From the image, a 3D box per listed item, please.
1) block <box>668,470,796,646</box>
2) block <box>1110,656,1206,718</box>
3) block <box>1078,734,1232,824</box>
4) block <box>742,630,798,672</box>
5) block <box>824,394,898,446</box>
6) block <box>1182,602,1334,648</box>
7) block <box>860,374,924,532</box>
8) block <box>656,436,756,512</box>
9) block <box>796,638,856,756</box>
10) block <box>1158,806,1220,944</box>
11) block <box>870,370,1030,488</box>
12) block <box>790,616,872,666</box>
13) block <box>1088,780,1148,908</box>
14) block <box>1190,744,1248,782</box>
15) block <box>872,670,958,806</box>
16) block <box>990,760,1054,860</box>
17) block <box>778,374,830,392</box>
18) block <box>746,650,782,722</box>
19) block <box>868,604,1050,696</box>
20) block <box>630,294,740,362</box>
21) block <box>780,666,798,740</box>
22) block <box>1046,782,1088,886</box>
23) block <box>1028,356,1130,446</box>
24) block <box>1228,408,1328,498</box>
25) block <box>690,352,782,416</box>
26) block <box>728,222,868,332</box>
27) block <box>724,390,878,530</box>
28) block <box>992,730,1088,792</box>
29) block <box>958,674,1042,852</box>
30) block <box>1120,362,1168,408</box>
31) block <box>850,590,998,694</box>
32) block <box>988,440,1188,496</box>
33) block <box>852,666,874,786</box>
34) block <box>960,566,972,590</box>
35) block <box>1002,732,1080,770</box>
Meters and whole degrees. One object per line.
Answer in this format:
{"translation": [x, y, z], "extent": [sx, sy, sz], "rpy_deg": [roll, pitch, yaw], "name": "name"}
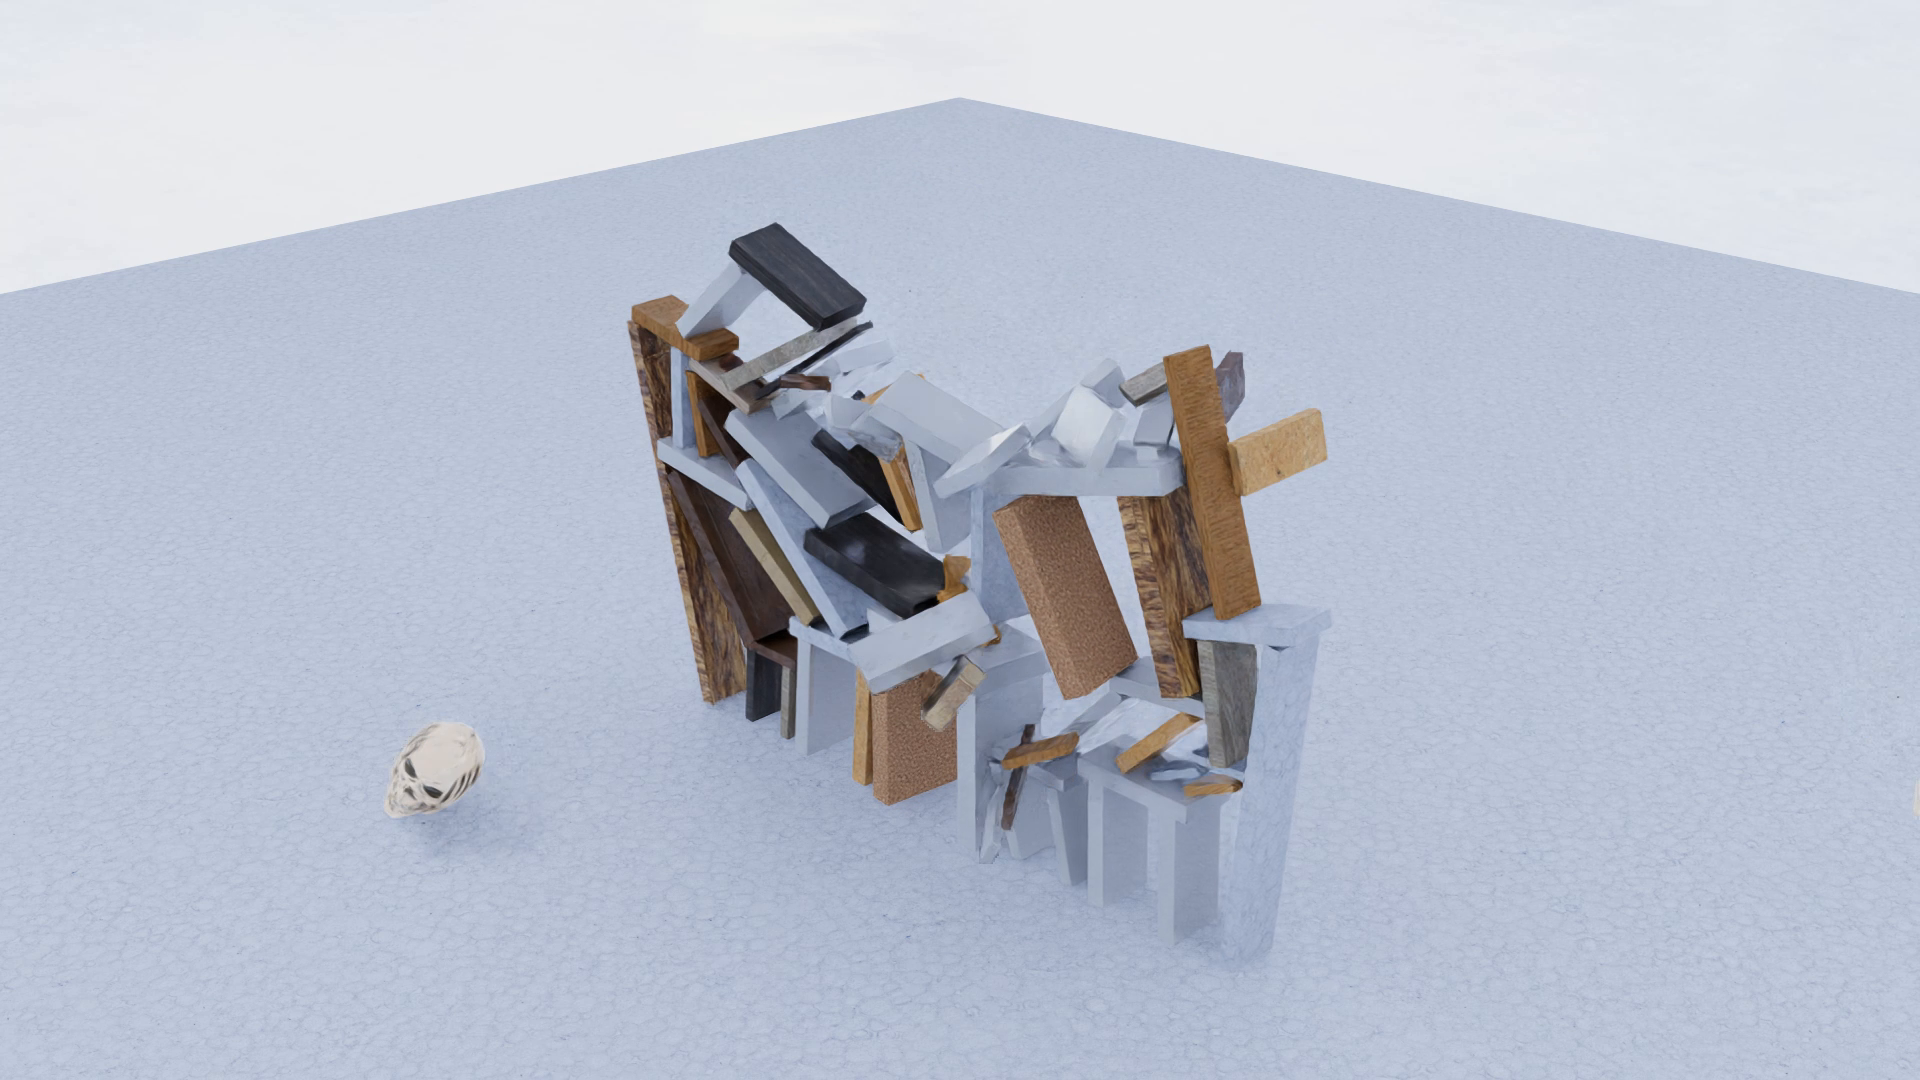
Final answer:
{"translation": [-0.483, 0.017, 4.757], "extent": [0.148, 0.405, 0.042], "rpy_deg": [-22, -5, -41], "name": "block"}
{"translation": [0.383, 0.259, 3.906], "extent": [0.219, 0.031, 0.109], "rpy_deg": [14, 27, 43], "name": "block"}
{"translation": [0.355, 0.435, 4.023], "extent": [0.130, 0.037, 0.259], "rpy_deg": [-21, 31, -41], "name": "block"}
{"translation": [-0.379, 0.231, 4.735], "extent": [0.175, 0.025, 0.087], "rpy_deg": [21, 31, 40], "name": "block"}
{"translation": [-0.186, -0.227, 4.164], "extent": [0.142, 0.020, 0.071], "rpy_deg": [11, 57, -31], "name": "block"}
{"translation": [0.503, 0.141, 3.732], "extent": [0.230, 0.033, 0.115], "rpy_deg": [3, 18, 46], "name": "block"}
{"translation": [-0.090, -0.174, 4.363], "extent": [0.140, 0.280, 0.040], "rpy_deg": [-28, 16, -27], "name": "block"}
{"translation": [-0.496, -0.158, 4.697], "extent": [0.295, 0.042, 0.148], "rpy_deg": [30, 36, 36], "name": "block"}
{"translation": [-0.284, 0.314, 4.672], "extent": [0.038, 0.271, 0.135], "rpy_deg": [26, 34, 38], "name": "block"}
{"translation": [0.419, 0.597, 4.022], "extent": [0.130, 0.259, 0.037], "rpy_deg": [-21, 29, -41], "name": "block"}
{"translation": [-0.019, -0.207, 4.104], "extent": [0.273, 0.039, 0.136], "rpy_deg": [31, 38, 7], "name": "block"}
{"translation": [-0.212, 0.198, 4.546], "extent": [0.271, 0.038, 0.135], "rpy_deg": [21, 31, 40], "name": "block"}
{"translation": [0.298, 0.549, 4.134], "extent": [0.037, 0.259, 0.130], "rpy_deg": [19, 30, 41], "name": "block"}
{"translation": [0.468, 0.390, 3.868], "extent": [0.117, 0.017, 0.058], "rpy_deg": [19, 27, 38], "name": "block"}
{"translation": [-0.092, 0.348, 4.481], "extent": [0.180, 0.359, 0.051], "rpy_deg": [-17, 28, -35], "name": "block"}
{"translation": [0.124, 0.513, 4.301], "extent": [0.099, 0.197, 0.028], "rpy_deg": [-20, 11, -39], "name": "block"}
{"translation": [-0.301, -0.306, 4.269], "extent": [0.097, 0.014, 0.049], "rpy_deg": [4, 21, -9], "name": "block"}
{"translation": [-0.426, 0.305, 4.817], "extent": [0.087, 0.175, 0.025], "rpy_deg": [-21, 36, -41], "name": "block"}
{"translation": [-0.005, 0.195, 4.316], "extent": [0.180, 0.051, 0.359], "rpy_deg": [-16, 28, -33], "name": "block"}
{"translation": [-0.583, -0.450, 4.660], "extent": [0.220, 0.031, 0.110], "rpy_deg": [33, 38, 31], "name": "block"}
{"translation": [-0.344, 0.337, 4.741], "extent": [0.087, 0.175, 0.025], "rpy_deg": [-21, 36, -41], "name": "block"}
{"translation": [0.225, 0.551, 4.208], "extent": [0.099, 0.197, 0.028], "rpy_deg": [-19, 16, -38], "name": "block"}
{"translation": [0.219, -0.233, 4.050], "extent": [0.211, 0.105, 0.030], "rpy_deg": [-41, 54, -10], "name": "block"}
{"translation": [0.541, -0.150, 3.743], "extent": [0.184, 0.092, 0.026], "rpy_deg": [-23, 24, -25], "name": "block"}
{"translation": [-0.471, -0.335, 4.603], "extent": [0.185, 0.026, 0.093], "rpy_deg": [39, 42, 24], "name": "block"}
{"translation": [-0.324, -0.525, 4.384], "extent": [0.261, 0.037, 0.130], "rpy_deg": [41, 44, 18], "name": "block"}
{"translation": [-0.324, -0.168, 4.557], "extent": [0.320, 0.045, 0.160], "rpy_deg": [45, 44, 18], "name": "block"}
{"translation": [0.165, 0.422, 4.226], "extent": [0.099, 0.028, 0.197], "rpy_deg": [-20, 29, -38], "name": "block"}
{"translation": [0.079, 0.416, 4.321], "extent": [0.180, 0.359, 0.051], "rpy_deg": [-20, 30, -38], "name": "block"}
{"translation": [0.340, -0.276, 3.811], "extent": [0.116, 0.016, 0.058], "rpy_deg": [-29, 39, -8], "name": "block"}
{"translation": [-0.067, 0.183, 3.968], "extent": [0.245, 0.035, 0.122], "rpy_deg": [-25, 33, -5], "name": "block"}
{"translation": [0.243, -0.126, 3.828], "extent": [0.355, 0.050, 0.178], "rpy_deg": [2, 18, 37], "name": "block"}
{"translation": [-0.155, 0.363, 4.555], "extent": [0.038, 0.271, 0.135], "rpy_deg": [26, 34, 38], "name": "block"}
{"translation": [0.054, 0.072, 4.355], "extent": [0.073, 0.021, 0.146], "rpy_deg": [40, 27, 1], "name": "block"}
{"translation": [0.143, 0.377, 3.924], "extent": [0.130, 0.018, 0.065], "rpy_deg": [-17, 11, 20], "name": "block"}
